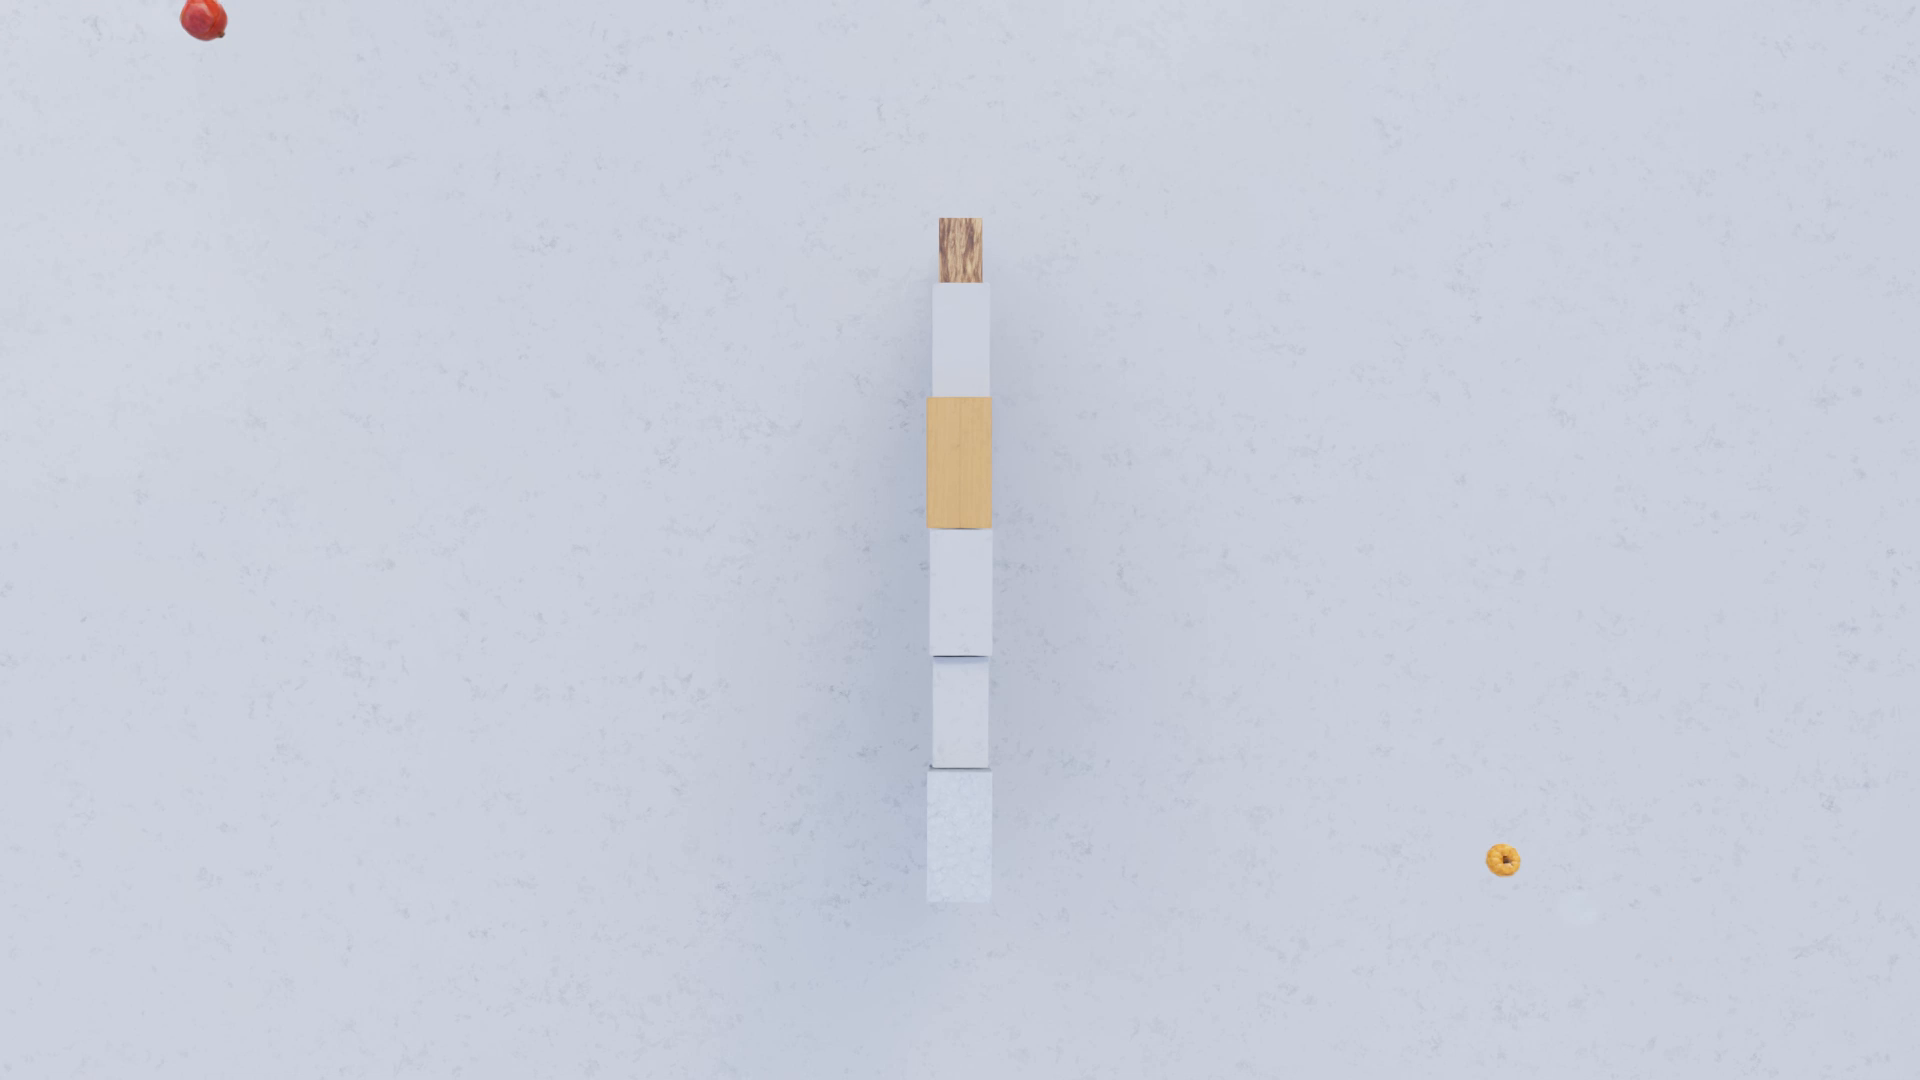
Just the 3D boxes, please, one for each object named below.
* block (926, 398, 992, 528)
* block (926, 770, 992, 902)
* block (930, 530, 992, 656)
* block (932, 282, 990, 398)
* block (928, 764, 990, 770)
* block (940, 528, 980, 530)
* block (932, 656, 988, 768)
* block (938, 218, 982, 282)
[{"bbox_3d":[-0.002,-0.211,4.528,0.179,0.051,0.357,0,90,0],"label":"block"},{"bbox_3d":[-0.001,0.802,4.481,0.176,0.050,0.352,0,90,0],"label":"block"},{"bbox_3d":[0.003,0.143,4.511,0.171,0.048,0.342,0,90,0],"label":"block"},{"bbox_3d":[0.003,-0.553,4.577,0.157,0.045,0.315,0,90,0],"label":"block"},{"bbox_3d":[-0.001,0.685,4.682,0.176,0.352,0.050,-1,90,0],"label":"block"},{"bbox_3d":[-0.002,-0.050,4.927,0.119,0.034,0.238,0,90,0],"label":"block"},{"bbox_3d":[0.001,0.472,4.532,0.152,0.043,0.304,0,90,0],"label":"block"},{"bbox_3d":[0.002,-0.848,5.036,0.133,0.038,0.266,0,90,0],"label":"block"}]
